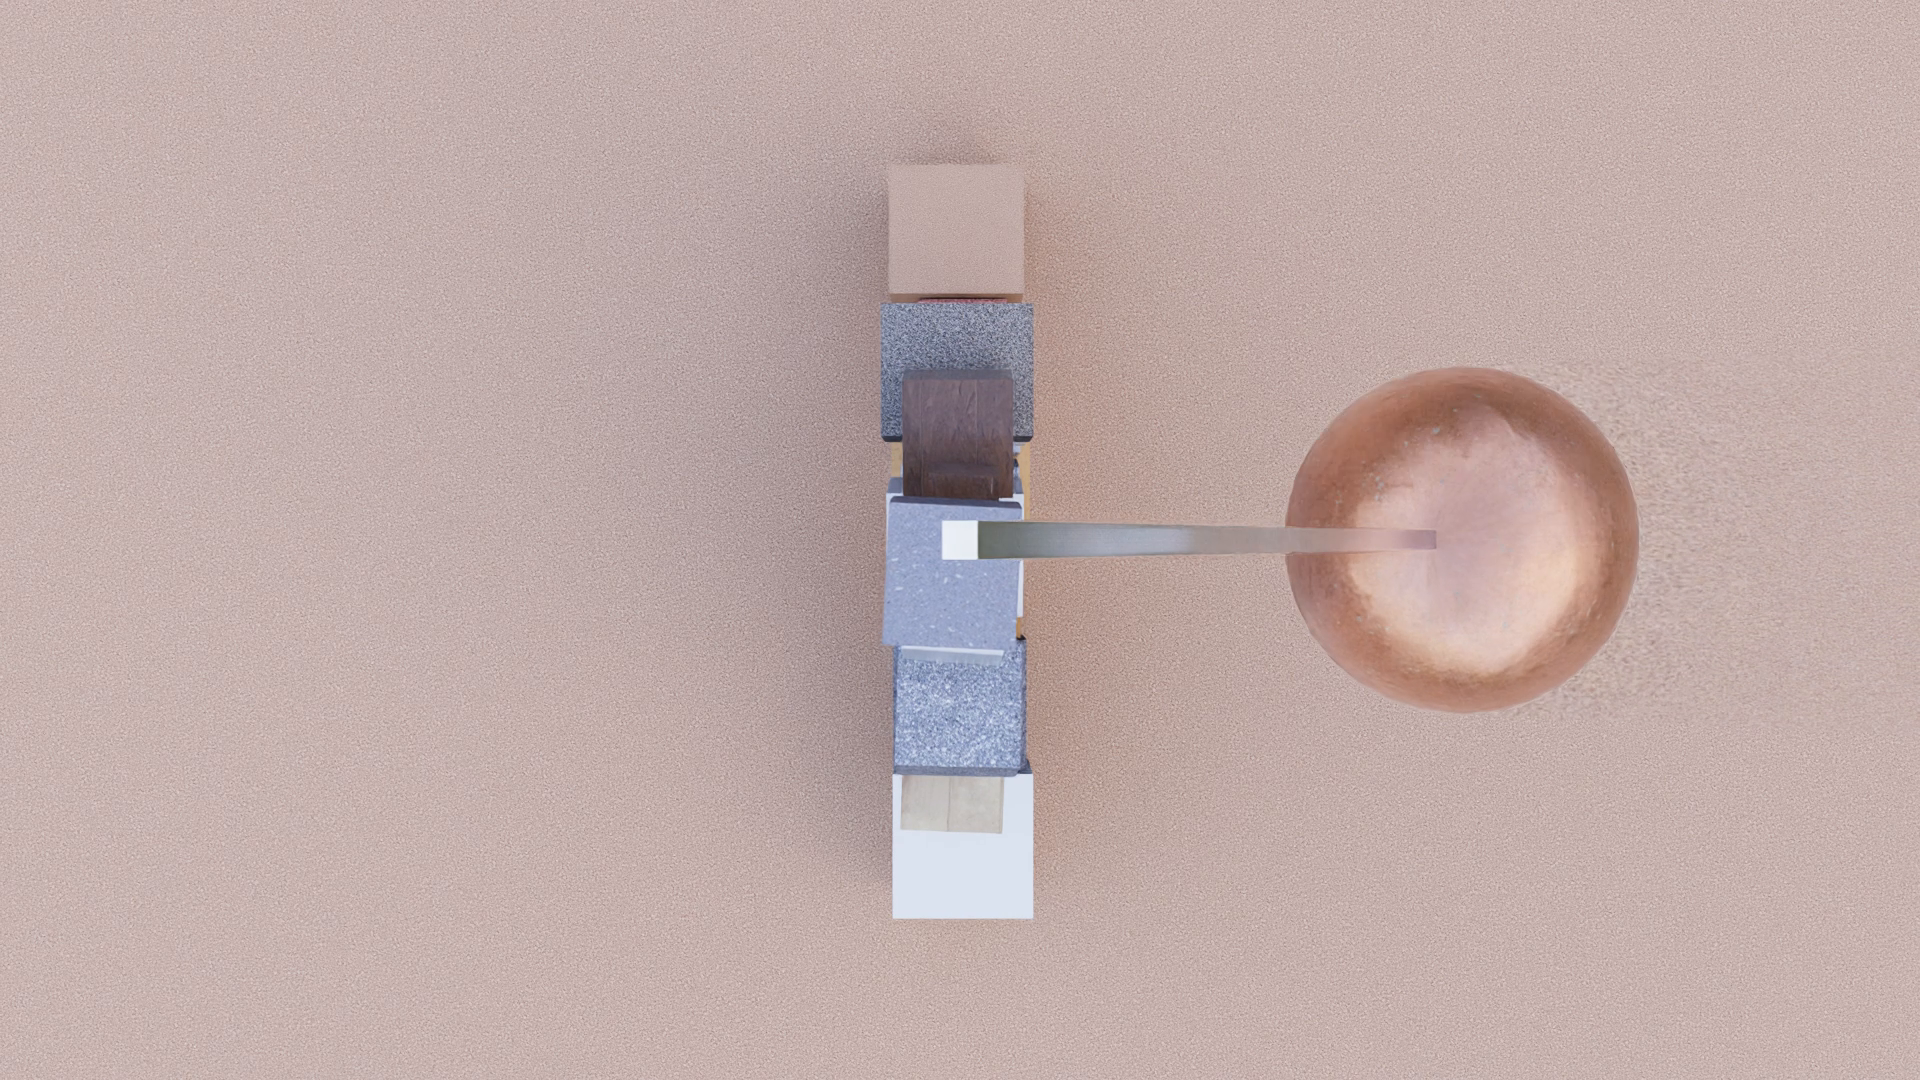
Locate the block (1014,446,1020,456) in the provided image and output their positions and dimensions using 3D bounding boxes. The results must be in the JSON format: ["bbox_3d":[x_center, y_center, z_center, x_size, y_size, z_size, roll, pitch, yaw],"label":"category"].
[{"bbox_3d":[0.017,-0.770,11.898,0.604,0.645,0.616,0,90,0],"label":"block"}]

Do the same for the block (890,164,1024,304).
[{"bbox_3d":[-0.020,-1.730,12.617,0.750,0.765,0.716,0,90,0],"label":"block"}]

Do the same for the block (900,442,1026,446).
[{"bbox_3d":[0.017,-0.789,11.276,0.639,0.599,0.590,0,90,0],"label":"block"}]

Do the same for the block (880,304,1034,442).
[{"bbox_3d":[-0.014,-0.801,10.653,0.717,0.646,0.626,0,90,0],"label":"block"}]

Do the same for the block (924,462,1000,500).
[{"bbox_3d":[0.000,-0.144,9.749,0.329,0.346,0.345,4,100,-1],"label":"block"}]

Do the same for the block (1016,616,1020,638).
[{"bbox_3d":[0.002,0.220,12.647,0.672,0.707,0.653,0,90,0],"label":"block"}]

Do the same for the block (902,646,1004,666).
[{"bbox_3d":[-0.023,0.306,9.884,0.445,0.520,0.444,4,82,0],"label":"block"}]

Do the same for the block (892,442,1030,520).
[{"bbox_3d":[0.004,-0.488,12.610,0.771,0.780,0.743,0,90,0],"label":"block"}]

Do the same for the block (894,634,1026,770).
[{"bbox_3d":[-0.001,0.923,12.657,0.747,0.685,0.726,0,90,0],"label":"block"}]

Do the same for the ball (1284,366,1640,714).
[{"bbox_3d":[2.295,0.000,10.116,1.600,1.600,1.600,0,90,0],"label":"ball"}]

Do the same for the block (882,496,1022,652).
[{"bbox_3d":[-0.032,0.131,9.302,0.547,0.571,0.586,3,94,0],"label":"block"}]

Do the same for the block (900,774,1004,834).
[{"bbox_3d":[-0.032,1.122,10.999,0.501,0.595,0.529,2,98,0],"label":"block"}]

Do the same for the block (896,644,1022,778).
[{"bbox_3d":[-0.009,0.806,10.376,0.570,0.608,0.572,1,80,0],"label":"block"}]

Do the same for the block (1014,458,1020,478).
[{"bbox_3d":[0.000,-0.142,11.943,0.626,0.545,0.562,0,97,0],"label":"block"}]

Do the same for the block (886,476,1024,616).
[{"bbox_3d":[-0.025,0.027,10.912,0.661,0.564,0.603,0,100,0],"label":"block"}]

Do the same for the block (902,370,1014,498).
[{"bbox_3d":[-0.010,-0.492,10.096,0.497,0.460,0.537,0,100,0],"label":"block"}]

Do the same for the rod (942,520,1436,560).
[{"bbox_3d":[0.994,0.000,6.975,0.080,5.200,0.080,0,90,22],"label":"rod"}]

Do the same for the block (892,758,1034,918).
[{"bbox_3d":[0.017,1.691,12.568,0.775,0.865,0.796,0,90,0],"label":"block"}]

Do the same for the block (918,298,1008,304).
[{"bbox_3d":[0.015,-1.116,12.712,0.502,0.576,0.492,0,90,0],"label":"block"}]
